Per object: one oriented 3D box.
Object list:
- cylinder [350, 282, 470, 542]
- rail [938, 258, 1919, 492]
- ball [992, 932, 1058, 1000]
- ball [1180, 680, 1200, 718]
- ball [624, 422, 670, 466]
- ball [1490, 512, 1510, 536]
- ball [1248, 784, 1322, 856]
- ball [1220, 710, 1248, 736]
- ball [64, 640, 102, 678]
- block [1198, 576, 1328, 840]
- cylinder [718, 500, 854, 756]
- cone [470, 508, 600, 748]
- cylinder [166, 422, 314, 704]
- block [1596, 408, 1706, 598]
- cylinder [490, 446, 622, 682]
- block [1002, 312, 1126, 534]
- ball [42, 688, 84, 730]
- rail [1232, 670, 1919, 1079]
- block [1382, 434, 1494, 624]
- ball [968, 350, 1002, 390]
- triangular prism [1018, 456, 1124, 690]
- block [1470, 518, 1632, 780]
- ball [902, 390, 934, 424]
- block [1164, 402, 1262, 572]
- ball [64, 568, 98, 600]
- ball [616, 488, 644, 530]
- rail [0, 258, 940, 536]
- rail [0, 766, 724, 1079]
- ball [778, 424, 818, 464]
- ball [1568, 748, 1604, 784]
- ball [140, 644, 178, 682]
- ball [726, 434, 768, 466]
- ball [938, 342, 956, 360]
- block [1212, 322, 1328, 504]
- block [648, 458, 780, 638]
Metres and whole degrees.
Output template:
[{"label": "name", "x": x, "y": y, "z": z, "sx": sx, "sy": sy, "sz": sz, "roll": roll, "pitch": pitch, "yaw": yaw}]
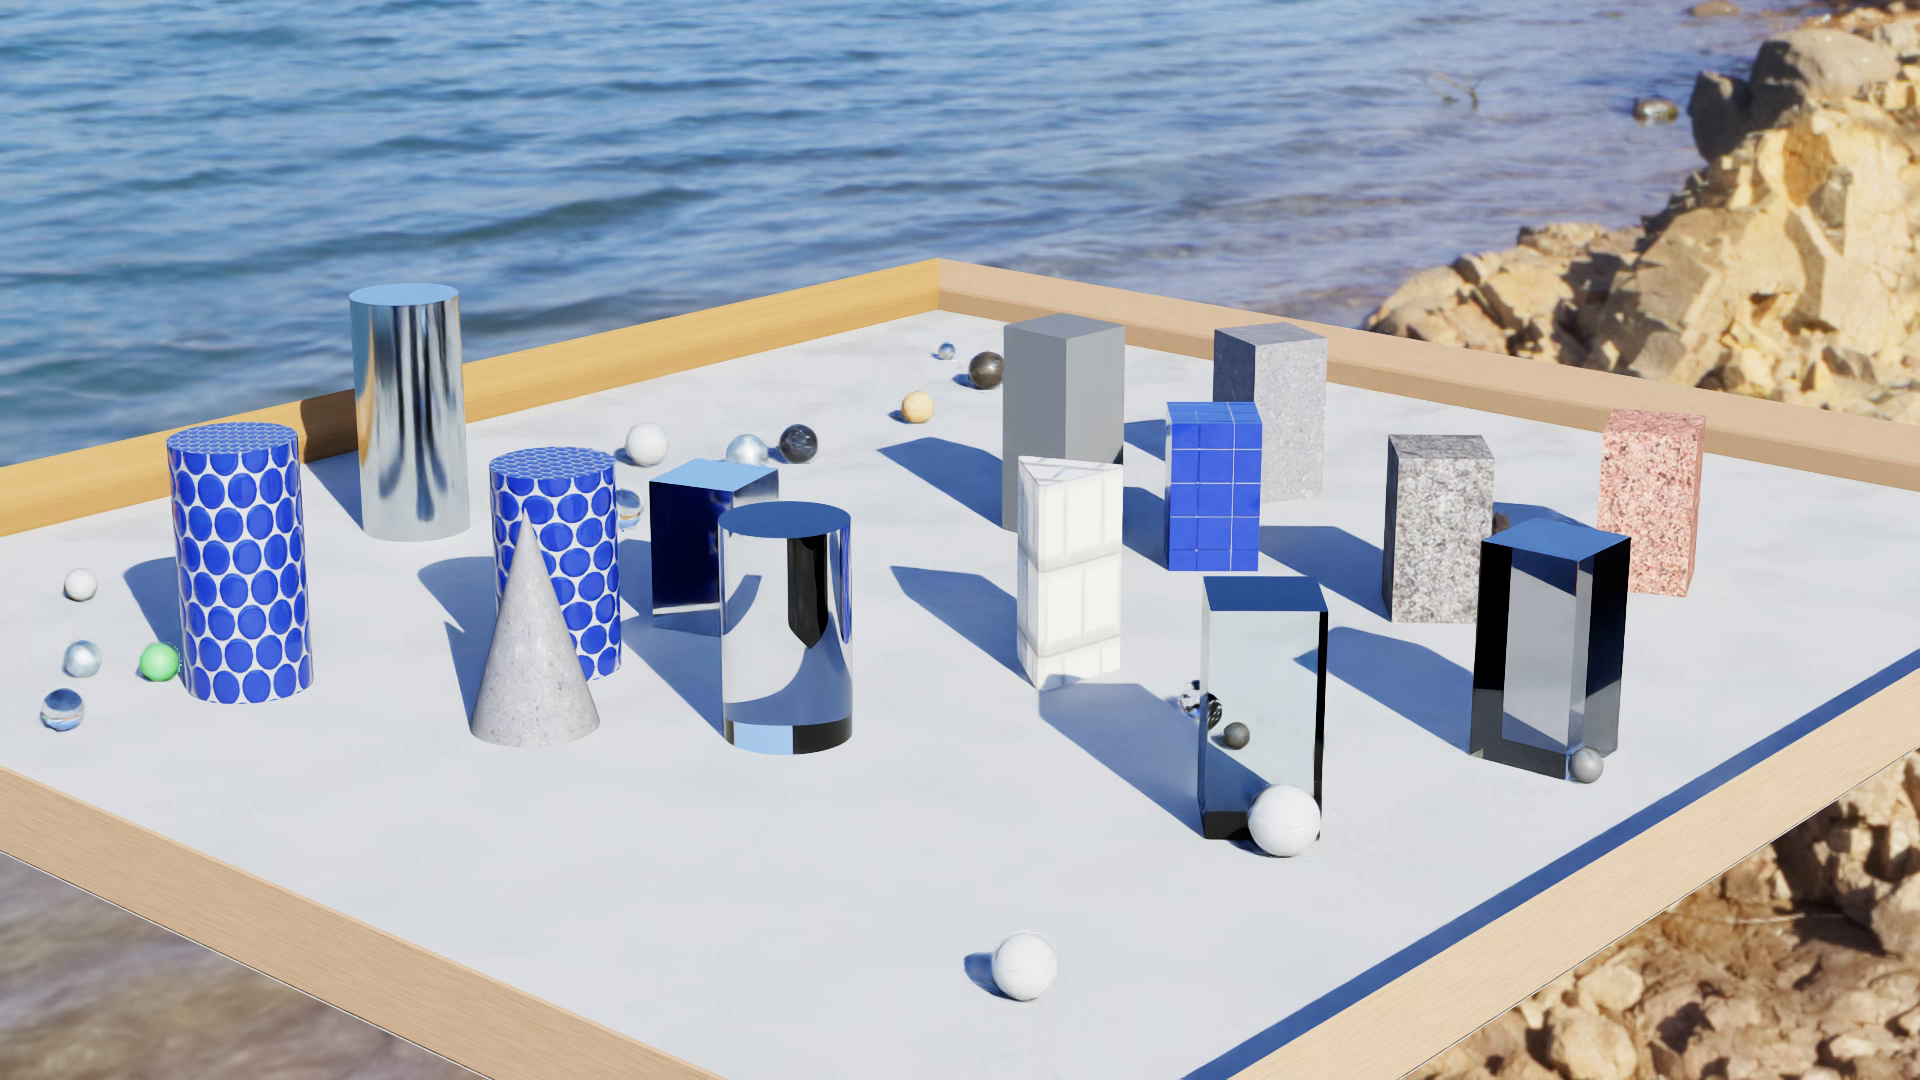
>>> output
[{"label": "cylinder", "x": -1.026, "y": -0.239, "z": 5.473, "sx": 0.200, "sy": 0.448, "sz": 0.200, "roll": 0, "pitch": 17, "yaw": 0}, {"label": "rail", "x": 1.124, "y": -0.341, "z": 6.359, "sx": 3.168, "sy": 0.130, "sz": 0.045, "roll": 14, "pitch": 22, "yaw": 39}, {"label": "ball", "x": 0.079, "y": 0.521, "z": 3.584, "sx": 0.082, "sy": 0.082, "sz": 0.082, "roll": 0, "pitch": 17, "yaw": 0}, {"label": "ball", "x": 0.371, "y": 0.246, "z": 4.535, "sx": 0.061, "sy": 0.061, "sz": 0.061, "roll": 0, "pitch": 17, "yaw": 0}, {"label": "ball", "x": -0.635, "y": -0.195, "z": 5.948, "sx": 0.090, "sy": 0.090, "sz": 0.090, "roll": 0, "pitch": 17, "yaw": 0}, {"label": "ball", "x": 1.001, "y": -0.028, "z": 5.465, "sx": 0.049, "sy": 0.049, "sz": 0.049, "roll": 0, "pitch": 17, "yaw": 0}, {"label": "ball", "x": 0.444, "y": 0.383, "z": 4.011, "sx": 0.100, "sy": 0.100, "sz": 0.100, "roll": 0, "pitch": 17, "yaw": 0}, {"label": "ball", "x": 0.417, "y": 0.278, "z": 4.461, "sx": 0.041, "sy": 0.041, "sz": 0.041, "roll": 0, "pitch": 17, "yaw": 0}, {"label": "ball", "x": -1.411, "y": 0.191, "z": 4.717, "sx": 0.060, "sy": 0.060, "sz": 0.060, "roll": 0, "pitch": 17, "yaw": 0}, {"label": "block", "x": 0.421, "y": 0.234, "z": 4.102, "sx": 0.160, "sy": 0.334, "sz": 0.160, "roll": 0, "pitch": 17, "yaw": 1}, {"label": "cylinder", "x": -0.262, "y": 0.131, "z": 4.434, "sx": 0.200, "sy": 0.339, "sz": 0.200, "roll": 0, "pitch": 17, "yaw": 0}, {"label": "cone", "x": -0.655, "y": 0.117, "z": 4.464, "sx": 0.200, "sy": 0.349, "sz": 0.200, "roll": 0, "pitch": 17, "yaw": 0}, {"label": "cylinder", "x": -1.137, "y": 0.034, "z": 4.638, "sx": 0.200, "sy": 0.406, "sz": 0.200, "roll": 0, "pitch": 17, "yaw": 0}, {"label": "block", "x": 1.218, "y": -0.067, "z": 5.179, "sx": 0.160, "sy": 0.289, "sz": 0.160, "roll": 6, "pitch": 18, "yaw": 18}, {"label": "cylinder", "x": -0.652, "y": 0.040, "z": 4.735, "sx": 0.200, "sy": 0.341, "sz": 0.200, "roll": 0, "pitch": 17, "yaw": 0}, {"label": "block", "x": 0.193, "y": -0.208, "z": 5.469, "sx": 0.160, "sy": 0.392, "sz": 0.160, "roll": 16, "pitch": 23, "yaw": 43}, {"label": "ball", "x": -1.372, "y": 0.259, "z": 4.486, "sx": 0.064, "sy": 0.064, "sz": 0.064, "roll": 0, "pitch": 17, "yaw": 0}, {"label": "rail", "x": 1.178, "y": 0.328, "z": 4.140, "sx": 0.045, "sy": 0.130, "sz": 3.476, "roll": 14, "pitch": 22, "yaw": 39}, {"label": "block", "x": 0.817, "y": -0.020, "z": 5.021, "sx": 0.160, "sy": 0.290, "sz": 0.160, "roll": 0, "pitch": 17, "yaw": 2}, {"label": "ball", "x": 0.062, "y": -0.381, "z": 6.574, "sx": 0.086, "sy": 0.086, "sz": 0.086, "roll": 0, "pitch": 17, "yaw": 0}, {"label": "triangular prism", "x": 0.145, "y": 0.044, "z": 4.720, "sx": 0.173, "sy": 0.340, "sz": 0.150, "roll": -14, "pitch": 22, "yaw": -39}, {"label": "block", "x": 0.874, "y": 0.159, "z": 4.348, "sx": 0.160, "sy": 0.336, "sz": 0.160, "roll": 13, "pitch": 21, "yaw": 38}, {"label": "ball", "x": -0.091, "y": -0.284, "z": 6.278, "sx": 0.070, "sy": 0.070, "sz": 0.070, "roll": 0, "pitch": 17, "yaw": 0}, {"label": "block", "x": 0.456, "y": -0.098, "z": 5.306, "sx": 0.160, "sy": 0.274, "sz": 0.160, "roll": 0, "pitch": 17, "yaw": 0}, {"label": "ball", "x": -1.530, "y": 0.077, "z": 5.103, "sx": 0.056, "sy": 0.056, "sz": 0.056, "roll": 0, "pitch": 17, "yaw": 0}, {"label": "ball", "x": -0.634, "y": -0.057, "z": 5.512, "sx": 0.078, "sy": 0.078, "sz": 0.078, "roll": 0, "pitch": 17, "yaw": 0}, {"label": "rail", "x": -1.178, "y": -0.262, "z": 6.099, "sx": 0.045, "sy": 0.130, "sz": 3.476, "roll": 14, "pitch": 22, "yaw": 39}, {"label": "rail", "x": -1.124, "y": 0.406, "z": 3.880, "sx": 3.168, "sy": 0.130, "sz": 0.045, "roll": 14, "pitch": 22, "yaw": 39}, {"label": "ball", "x": -0.328, "y": -0.195, "z": 5.964, "sx": 0.081, "sy": 0.081, "sz": 0.081, "roll": 0, "pitch": 17, "yaw": 0}, {"label": "ball", "x": 0.912, "y": 0.329, "z": 4.273, "sx": 0.052, "sy": 0.052, "sz": 0.052, "roll": 0, "pitch": 17, "yaw": 0}, {"label": "ball", "x": -1.283, "y": 0.196, "z": 4.698, "sx": 0.061, "sy": 0.061, "sz": 0.061, "roll": 0, "pitch": 17, "yaw": 0}, {"label": "ball", "x": -0.426, "y": -0.169, "z": 5.869, "sx": 0.086, "sy": 0.086, "sz": 0.086, "roll": 0, "pitch": 17, "yaw": 0}, {"label": "ball", "x": -0.031, "y": -0.441, "z": 6.848, "sx": 0.042, "sy": 0.042, "sz": 0.042, "roll": 0, "pitch": 17, "yaw": 0}, {"label": "block", "x": 0.603, "y": -0.249, "z": 5.734, "sx": 0.160, "sy": 0.317, "sz": 0.160, "roll": -8, "pitch": 18, "yaw": -24}, {"label": "block", "x": -0.413, "y": 0.013, "z": 4.966, "sx": 0.160, "sy": 0.258, "sz": 0.160, "roll": 8, "pitch": 18, "yaw": 24}]
